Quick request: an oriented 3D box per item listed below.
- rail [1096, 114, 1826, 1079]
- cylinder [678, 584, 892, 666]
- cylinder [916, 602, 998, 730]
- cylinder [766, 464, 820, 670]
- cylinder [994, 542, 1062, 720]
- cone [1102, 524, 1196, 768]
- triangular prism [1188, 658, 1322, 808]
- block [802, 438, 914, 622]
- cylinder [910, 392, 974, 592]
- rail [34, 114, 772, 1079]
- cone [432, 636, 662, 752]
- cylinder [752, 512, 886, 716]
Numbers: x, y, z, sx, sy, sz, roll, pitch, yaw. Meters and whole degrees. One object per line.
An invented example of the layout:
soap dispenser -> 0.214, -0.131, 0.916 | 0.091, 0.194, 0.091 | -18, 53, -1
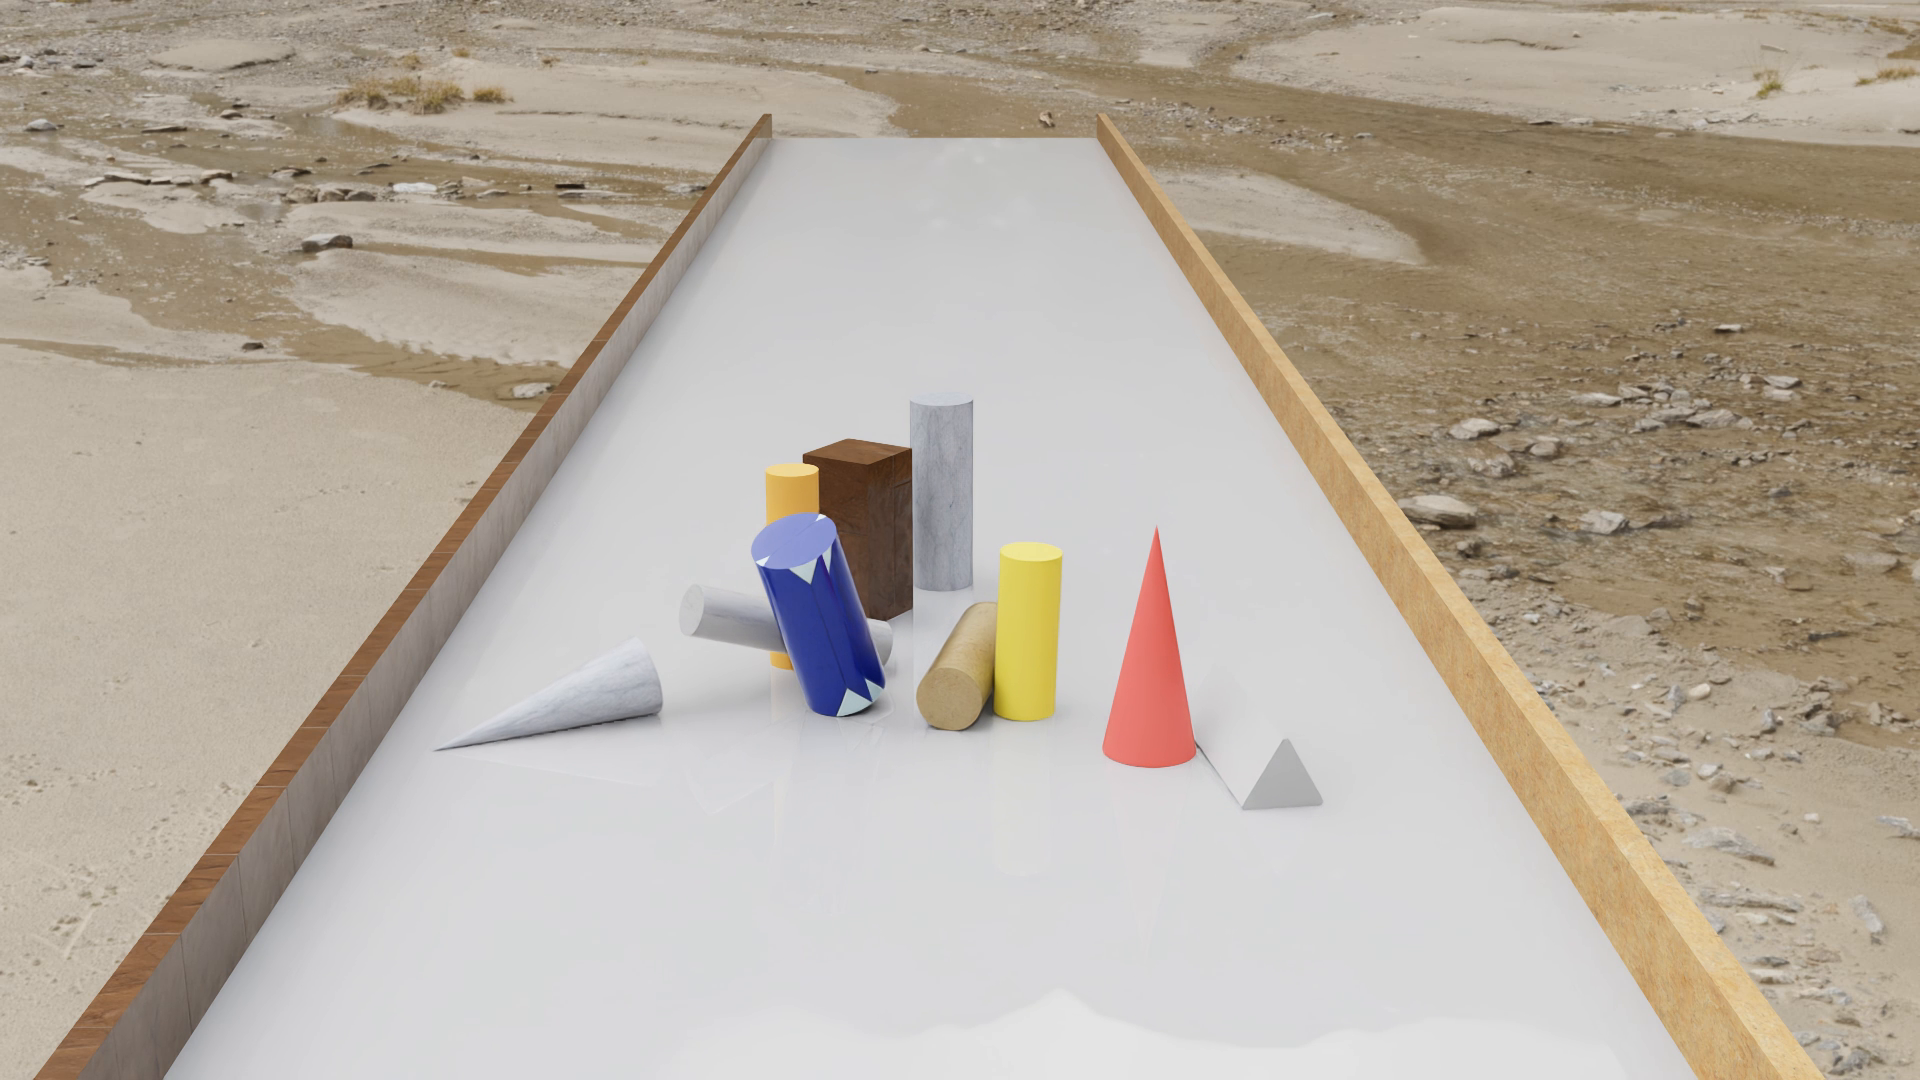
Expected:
rail -> 0.932, -0.844, 7.801 | 0.050, 0.150, 12.000 | 0, 17, -1
cylinder -> -0.332, 0.171, 4.245 | 0.418, 0.100, 0.100 | 13, 8, -32
cylinder -> 0.019, 0.237, 4.215 | 0.123, 0.123, 0.397 | 3, 17, 11
cylinder -> -0.328, 0.053, 4.353 | 0.104, 0.397, 0.104 | 0, 17, 0
cylinder -> 0.126, 0.170, 4.098 | 0.116, 0.313, 0.116 | 2, 18, -1
cone -> 0.342, 0.174, 3.897 | 0.170, 0.424, 0.170 | 0, 16, 0
triangular prism -> 0.512, 0.332, 3.886 | 0.141, 0.122, 0.414 | -3, 17, -9
block -> -0.215, -0.016, 4.657 | 0.165, 0.355, 0.165 | 10, 19, 31
cylinder -> -0.040, -0.107, 4.850 | 0.138, 0.420, 0.138 | 0, 17, 0
rail -> -1.118, -0.838, 7.780 | 0.050, 0.150, 12.000 | 0, 17, -1
cone -> -0.770, 0.315, 4.035 | 0.422, 0.151, 0.151 | -20, 24, -25
cylinder -> -0.258, 0.140, 4.064 | 0.160, 0.361, 0.160 | -10, 37, 8
